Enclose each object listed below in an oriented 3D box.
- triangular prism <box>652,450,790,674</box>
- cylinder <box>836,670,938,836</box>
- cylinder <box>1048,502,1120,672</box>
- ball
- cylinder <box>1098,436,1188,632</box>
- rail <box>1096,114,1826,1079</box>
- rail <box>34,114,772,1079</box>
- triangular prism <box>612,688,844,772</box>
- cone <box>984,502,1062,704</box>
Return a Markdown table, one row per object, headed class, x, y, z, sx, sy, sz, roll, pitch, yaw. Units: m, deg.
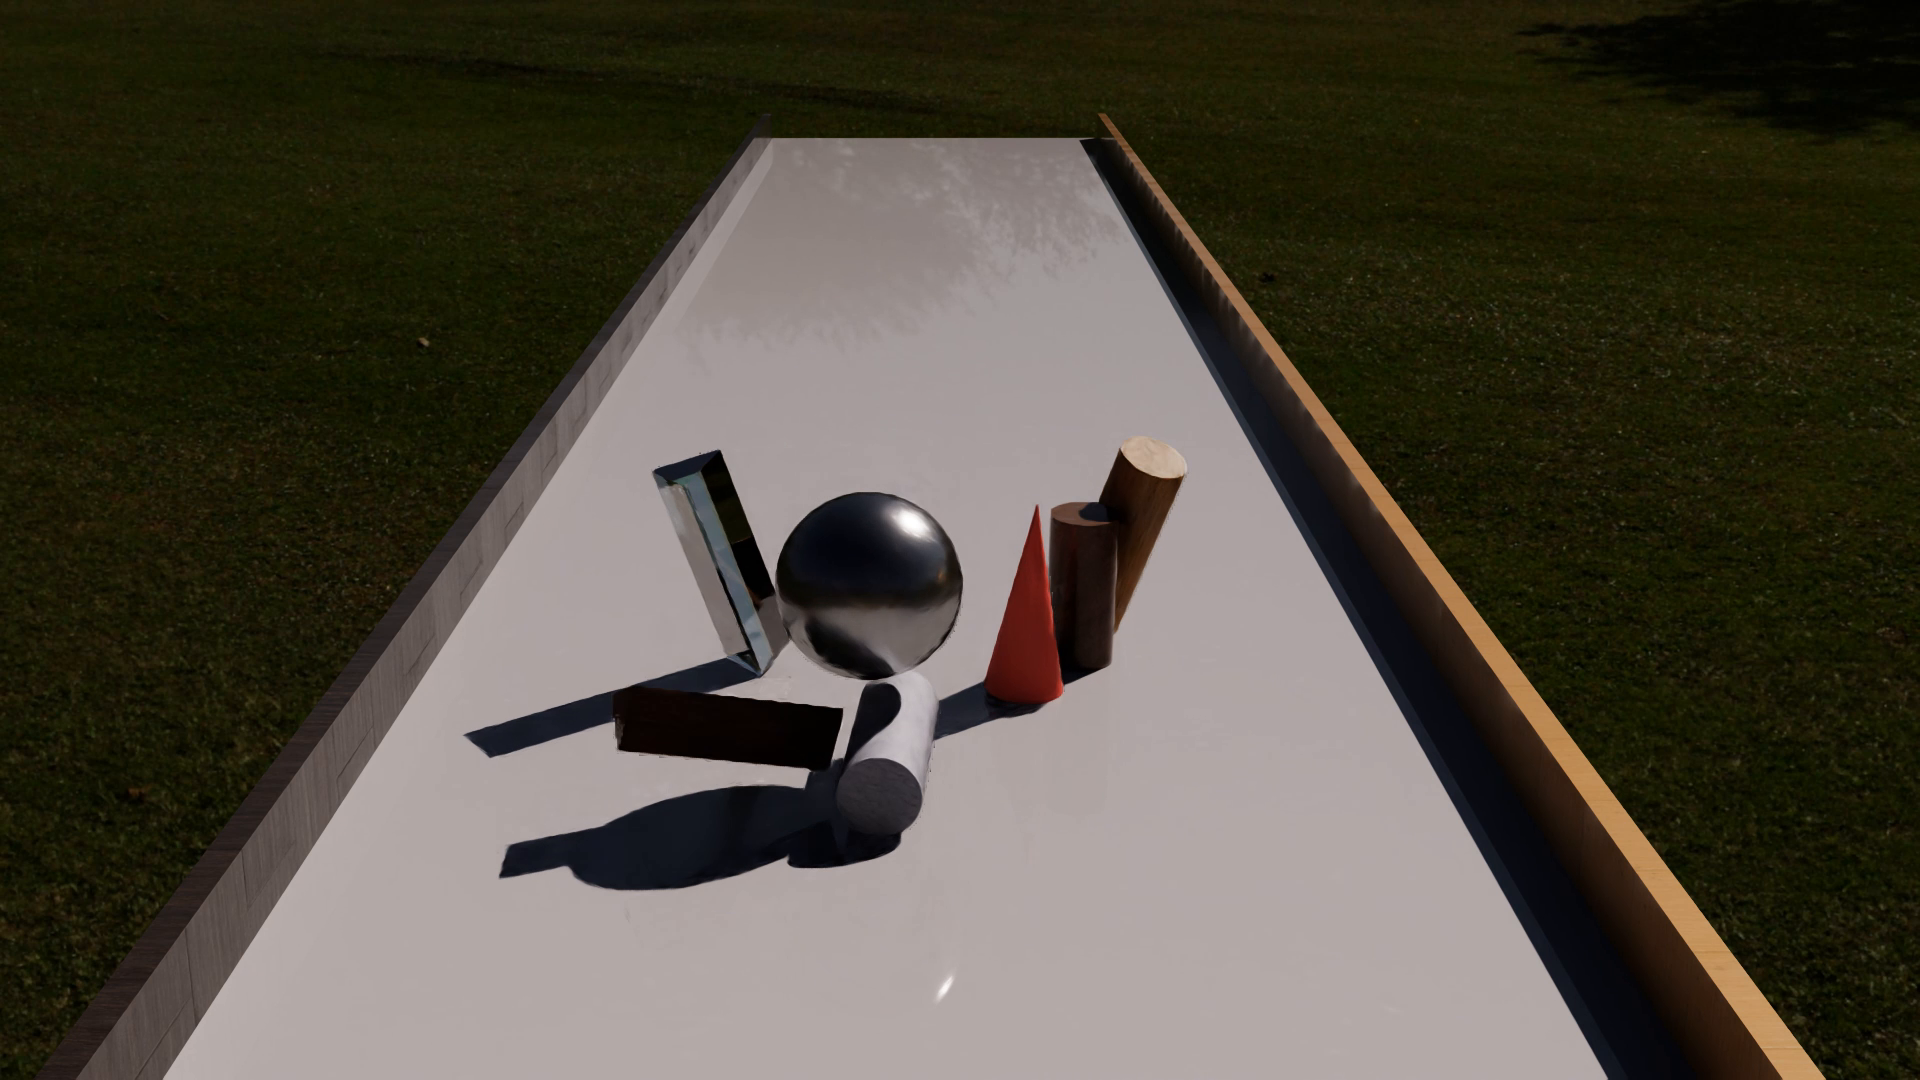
| class | x | y | z | sx | sy | sz | roll | pitch | yaw |
| --- | --- | --- | --- | --- | --- | --- | --- | --- | --- |
| triangular prism | -0.446 | 0.038 | 4.306 | 0.118 | 0.434 | 0.137 | -31 | 29 | -24 |
| cylinder | -0.120 | 0.356 | 3.752 | 0.141 | 0.141 | 0.379 | 1 | 19 | 3 |
| cylinder | 0.241 | 0.092 | 4.360 | 0.137 | 0.307 | 0.137 | 1 | 21 | 0 |
| ball | -0.156 | 0.078 | 3.776 | 0.323 | 0.323 | 0.323 | 0 | 17 | 0 |
| cylinder | 0.325 | -0.003 | 4.477 | 0.139 | 0.414 | 0.139 | 14 | 34 | -10 |
| rail | 0.932 | -0.844 | 7.801 | 0.050 | 0.150 | 12.000 | 0 | 17 | -1 |
| rail | -1.118 | -0.838 | 7.780 | 0.050 | 0.150 | 12.000 | 0 | 17 | -1 |
| triangular prism | -0.383 | 0.295 | 3.674 | 0.370 | 0.098 | 0.114 | 8 | 46 | -24 |
| cone | 0.133 | 0.106 | 4.174 | 0.154 | 0.383 | 0.154 | 3 | 22 | -1 |
